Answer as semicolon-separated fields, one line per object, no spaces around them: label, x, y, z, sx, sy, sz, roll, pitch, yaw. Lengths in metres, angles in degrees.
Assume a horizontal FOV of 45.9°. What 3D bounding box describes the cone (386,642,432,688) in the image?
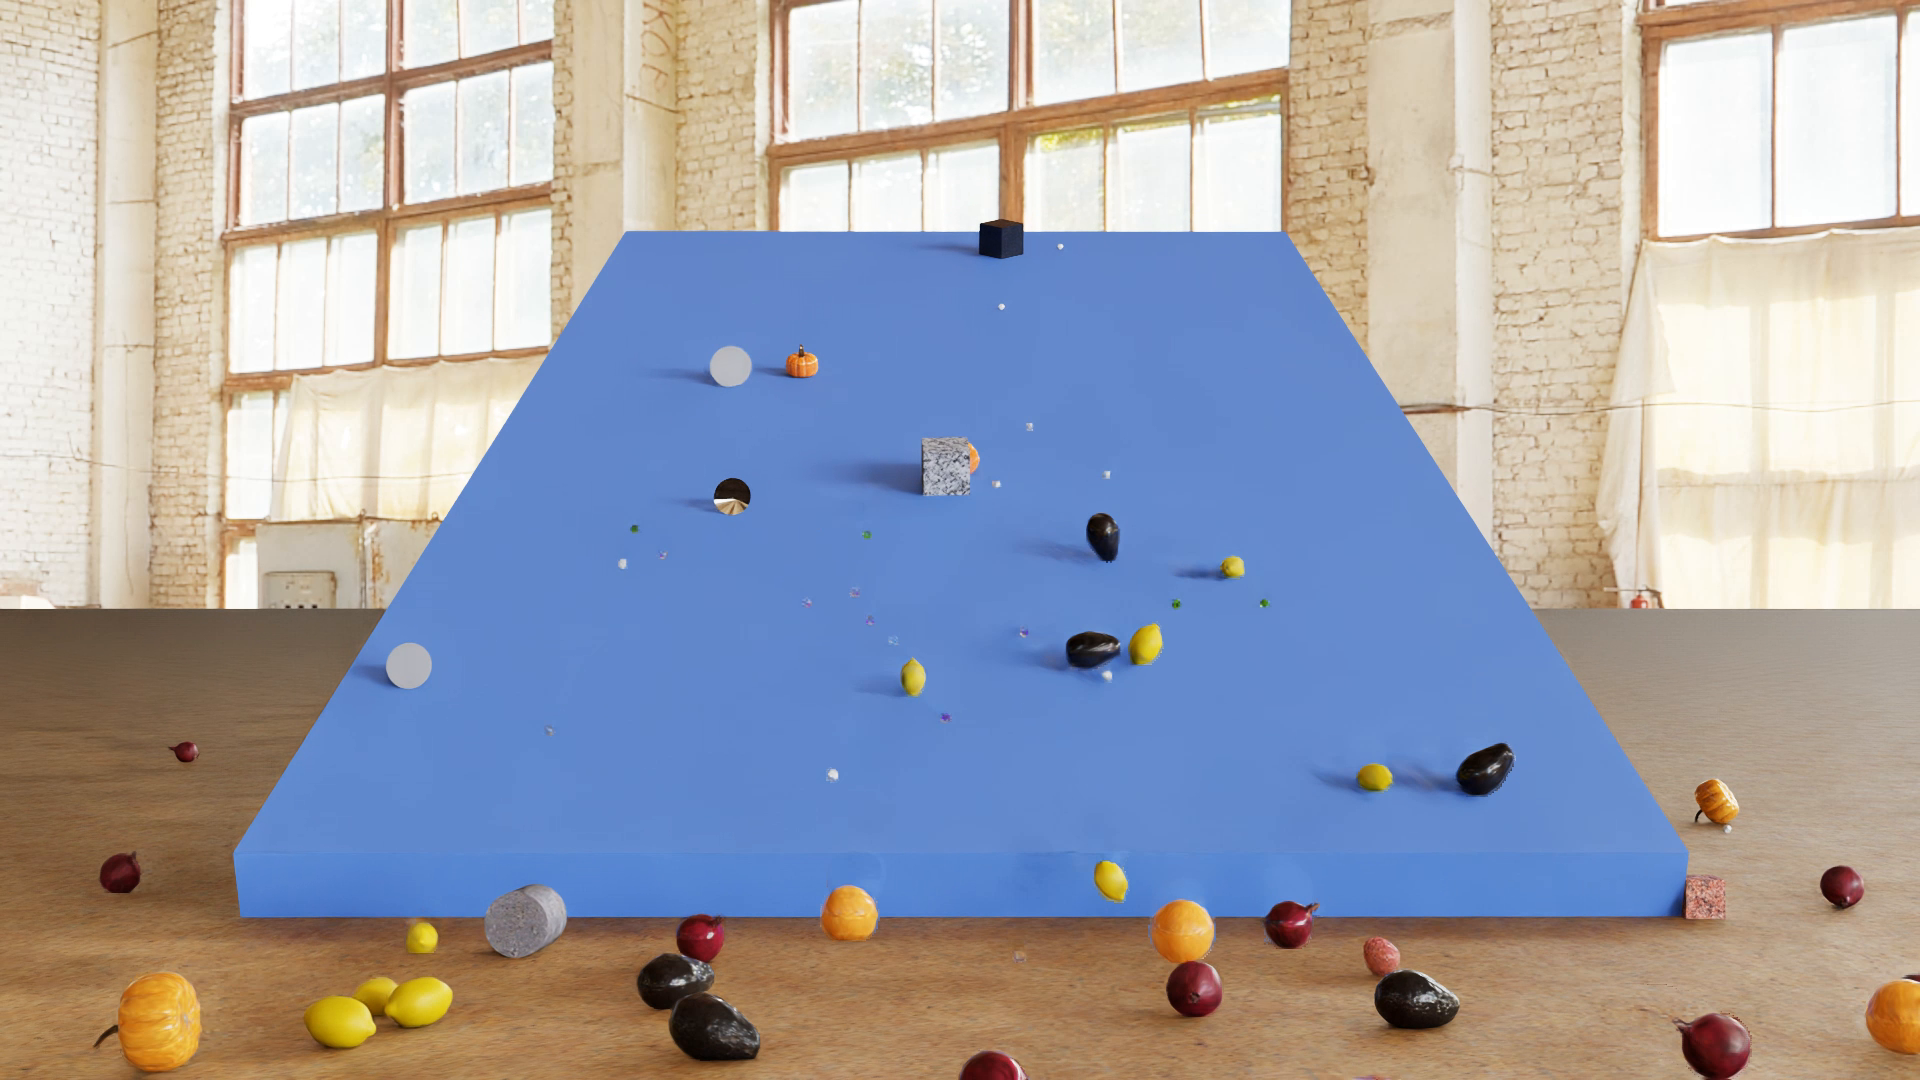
cone;-0.882;0.206;3.674;0.074;0.074;0.074;0;-8;3

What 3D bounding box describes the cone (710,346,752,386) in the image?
cone;-0.531;-0.399;5.325;0.097;0.097;0.097;0;-7;3

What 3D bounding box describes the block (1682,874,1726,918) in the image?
block;1.030;0.497;3.156;0.054;0.054;0.054;0;-2;0

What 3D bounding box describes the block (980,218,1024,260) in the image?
block;0.120;-0.872;6.562;0.091;0.091;0.091;-19;27;-41

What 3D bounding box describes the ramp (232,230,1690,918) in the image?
ramp;-0.005;-0.207;5.009;2.000;0.100;4.000;0;20;0

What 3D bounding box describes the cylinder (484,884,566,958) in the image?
cylinder;-0.541;0.474;2.826;0.081;0.081;0.081;0;-2;7

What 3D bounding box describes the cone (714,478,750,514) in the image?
cone;-0.442;-0.081;4.467;0.073;0.073;0.073;0;-7;5

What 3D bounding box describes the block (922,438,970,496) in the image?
block;-0.029;-0.149;4.567;0.093;0.093;0.093;-1;20;-3
